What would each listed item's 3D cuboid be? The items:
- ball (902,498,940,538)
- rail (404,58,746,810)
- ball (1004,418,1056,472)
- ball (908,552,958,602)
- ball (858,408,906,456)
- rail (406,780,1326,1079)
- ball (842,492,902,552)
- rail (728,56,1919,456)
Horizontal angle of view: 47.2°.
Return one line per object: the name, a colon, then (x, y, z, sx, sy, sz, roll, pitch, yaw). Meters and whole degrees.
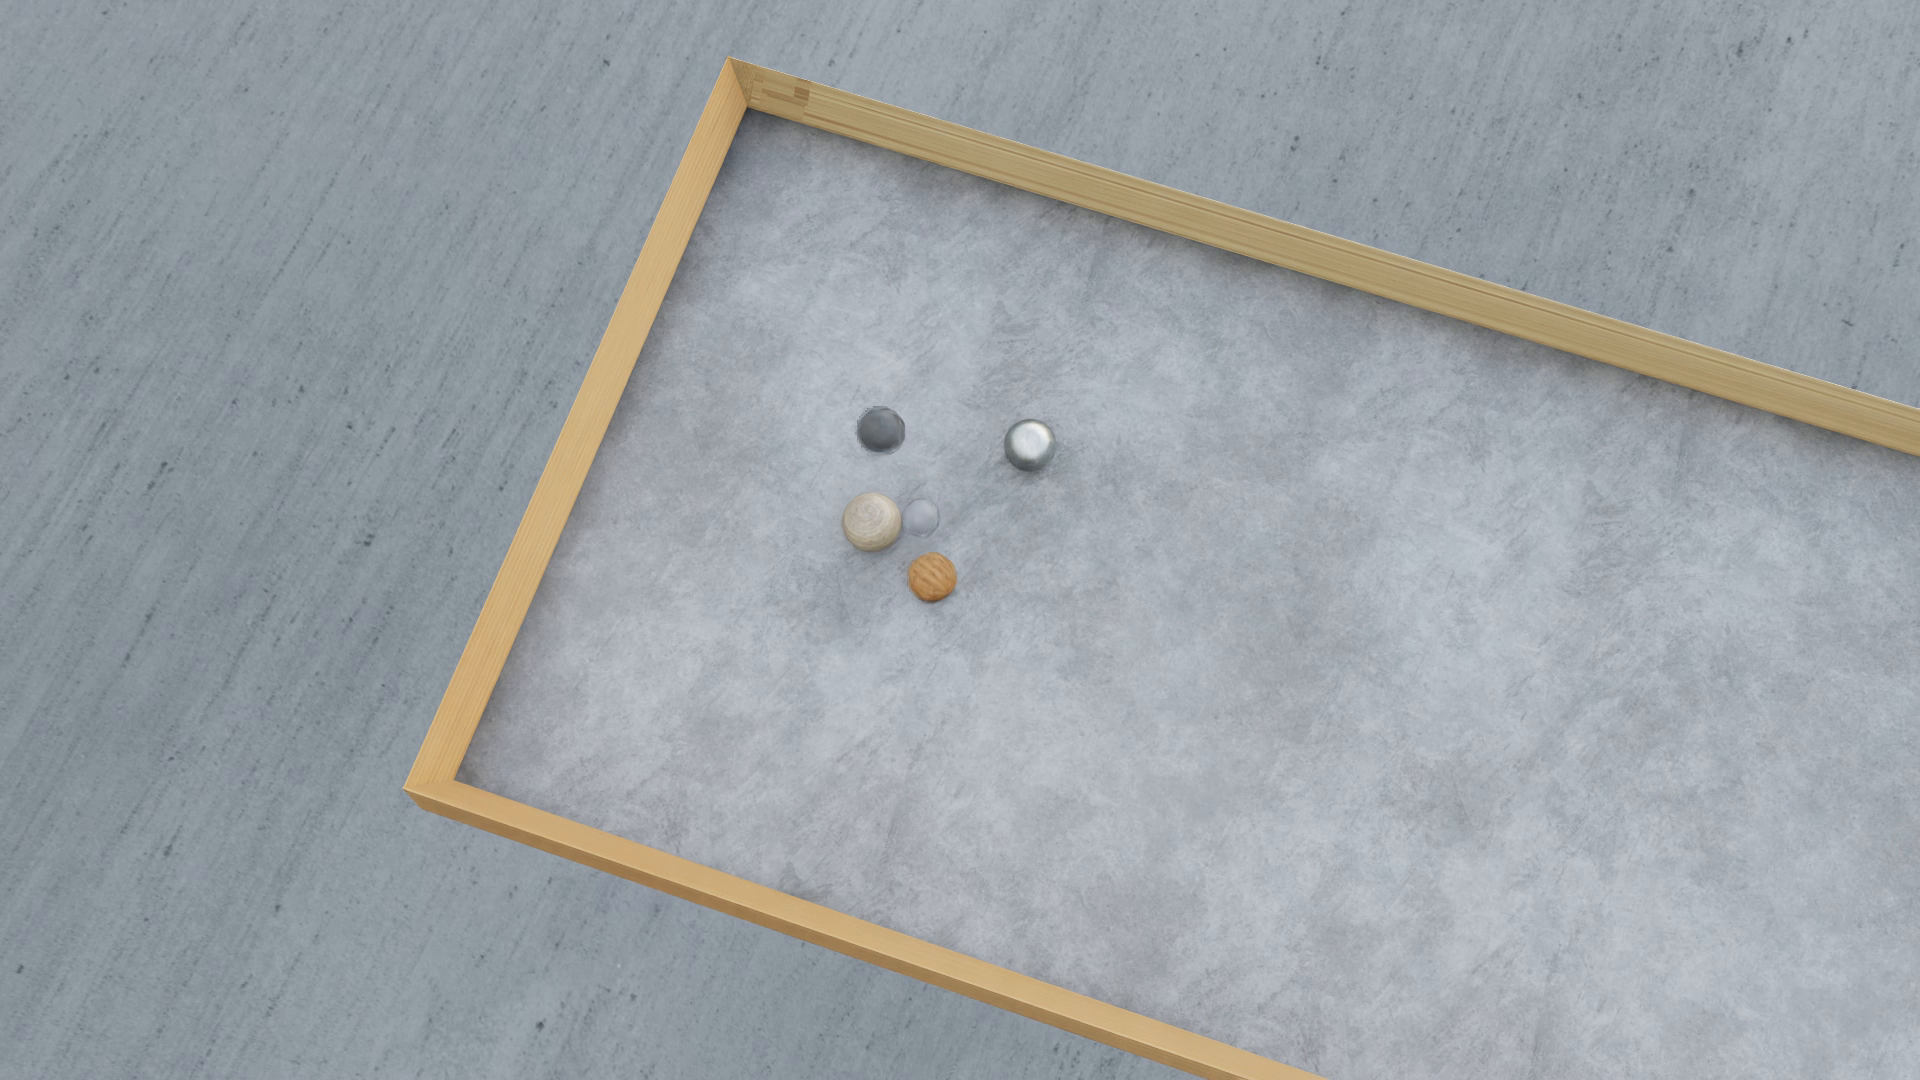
ball: (-0.062, -0.035, 3.482, 0.061, 0.061, 0.061, 0, 69, 0)
rail: (-0.581, -0.194, 3.509, 0.045, 0.123, 1.330, 18, 70, 7)
ball: (0.112, -0.151, 3.514, 0.085, 0.085, 0.085, 0, 69, 0)
ball: (-0.042, 0.058, 3.438, 0.076, 0.076, 0.076, 0, 69, 0)
ball: (-0.125, -0.173, 3.527, 0.077, 0.077, 0.077, 0, 69, 0)
rail: (0.396, 0.751, 3.146, 2.552, 0.123, 0.045, 18, 70, 7)
ball: (-0.138, -0.028, 3.461, 0.095, 0.095, 0.095, 0, 69, 0)
rail: (0.811, -0.382, 3.581, 2.552, 0.123, 0.045, 18, 70, 7)
